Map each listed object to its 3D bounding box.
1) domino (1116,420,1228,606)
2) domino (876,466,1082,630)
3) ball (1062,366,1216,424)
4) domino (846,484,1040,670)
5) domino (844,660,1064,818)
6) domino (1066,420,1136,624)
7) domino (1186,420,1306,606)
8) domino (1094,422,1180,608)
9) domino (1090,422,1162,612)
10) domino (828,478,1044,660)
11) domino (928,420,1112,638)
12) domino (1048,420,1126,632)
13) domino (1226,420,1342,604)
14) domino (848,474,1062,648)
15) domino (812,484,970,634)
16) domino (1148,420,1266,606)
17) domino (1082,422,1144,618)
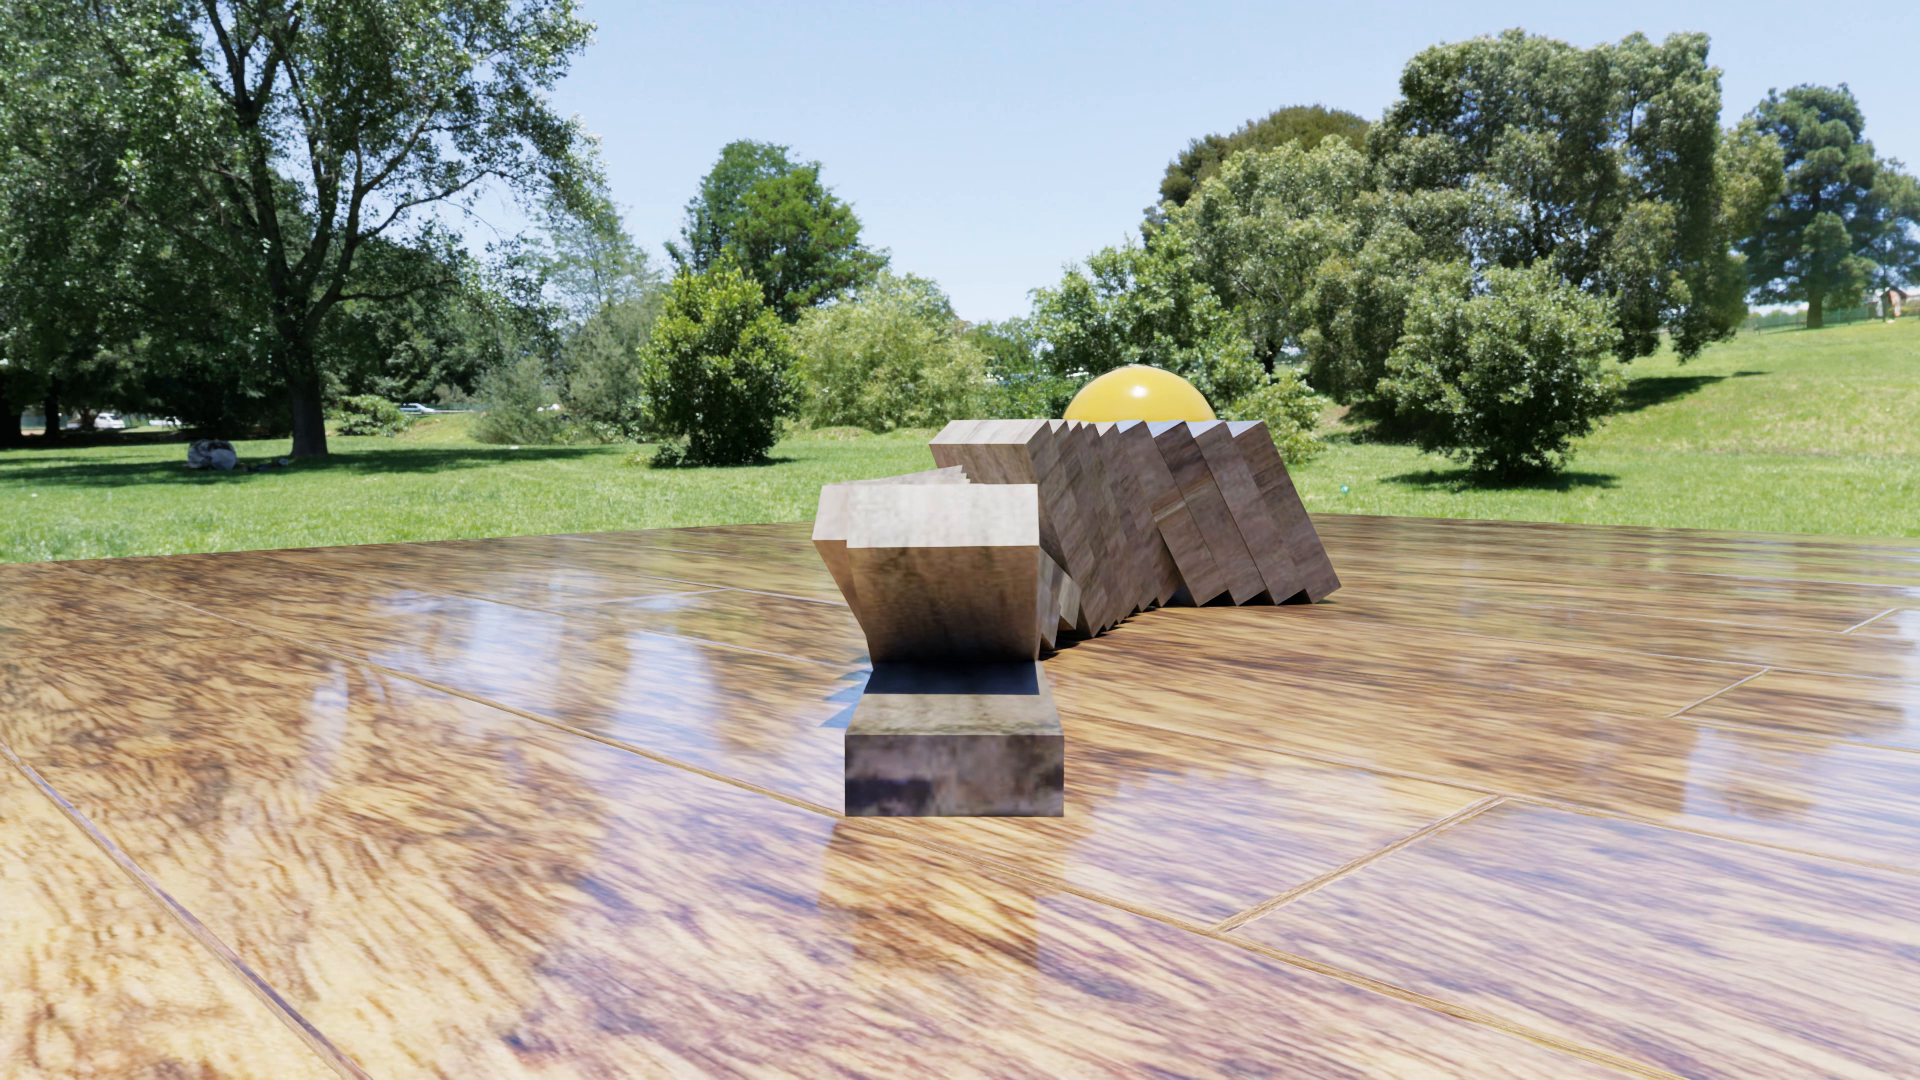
[{"bbox_3d":[0.052,-0.007,0.343,0.010,0.050,0.025,-29,10,-9],"label":"domino"},{"bbox_3d":[0.002,0.004,0.260,0.025,0.009,0.050,-7,-33,32],"label":"domino"},{"bbox_3d":[0.087,-0.044,0.626,0.080,0.080,0.080,0,4,0],"label":"ball"},{"bbox_3d":[-0.001,0.010,0.190,0.025,0.009,0.050,-1,-31,2],"label":"domino"},{"bbox_3d":[0.000,0.025,0.171,0.025,0.009,0.050,0,4,1],"label":"domino"},{"bbox_3d":[0.022,-0.004,0.301,0.025,0.050,0.010,3,36,37],"label":"domino"},{"bbox_3d":[0.073,-0.008,0.346,0.010,0.050,0.025,-29,10,-9],"label":"domino"},{"bbox_3d":[0.037,-0.006,0.334,0.025,0.050,0.009,4,37,48],"label":"domino"},{"bbox_3d":[0.031,-0.006,0.325,0.025,0.050,0.010,4,38,48],"label":"domino"},{"bbox_3d":[-0.004,0.007,0.227,0.025,0.009,0.050,-1,-30,19],"label":"domino"},{"bbox_3d":[0.014,-0.002,0.279,0.025,0.050,0.009,3,37,37],"label":"domino"},{"bbox_3d":[0.018,-0.003,0.290,0.025,0.050,0.010,3,37,37],"label":"domino"},{"bbox_3d":[0.083,-0.008,0.349,0.010,0.050,0.025,-29,10,-9],"label":"domino"},{"bbox_3d":[-0.001,0.006,0.244,0.025,0.010,0.050,-2,-31,25],"label":"domino"},{"bbox_3d":[-0.004,0.009,0.209,0.025,0.009,0.050,0,-30,13],"label":"domino"},{"bbox_3d":[0.062,-0.008,0.345,0.009,0.050,0.025,-29,10,-9],"label":"domino"},{"bbox_3d":[0.025,-0.005,0.312,0.025,0.050,0.010,3,36,37],"label":"domino"}]
